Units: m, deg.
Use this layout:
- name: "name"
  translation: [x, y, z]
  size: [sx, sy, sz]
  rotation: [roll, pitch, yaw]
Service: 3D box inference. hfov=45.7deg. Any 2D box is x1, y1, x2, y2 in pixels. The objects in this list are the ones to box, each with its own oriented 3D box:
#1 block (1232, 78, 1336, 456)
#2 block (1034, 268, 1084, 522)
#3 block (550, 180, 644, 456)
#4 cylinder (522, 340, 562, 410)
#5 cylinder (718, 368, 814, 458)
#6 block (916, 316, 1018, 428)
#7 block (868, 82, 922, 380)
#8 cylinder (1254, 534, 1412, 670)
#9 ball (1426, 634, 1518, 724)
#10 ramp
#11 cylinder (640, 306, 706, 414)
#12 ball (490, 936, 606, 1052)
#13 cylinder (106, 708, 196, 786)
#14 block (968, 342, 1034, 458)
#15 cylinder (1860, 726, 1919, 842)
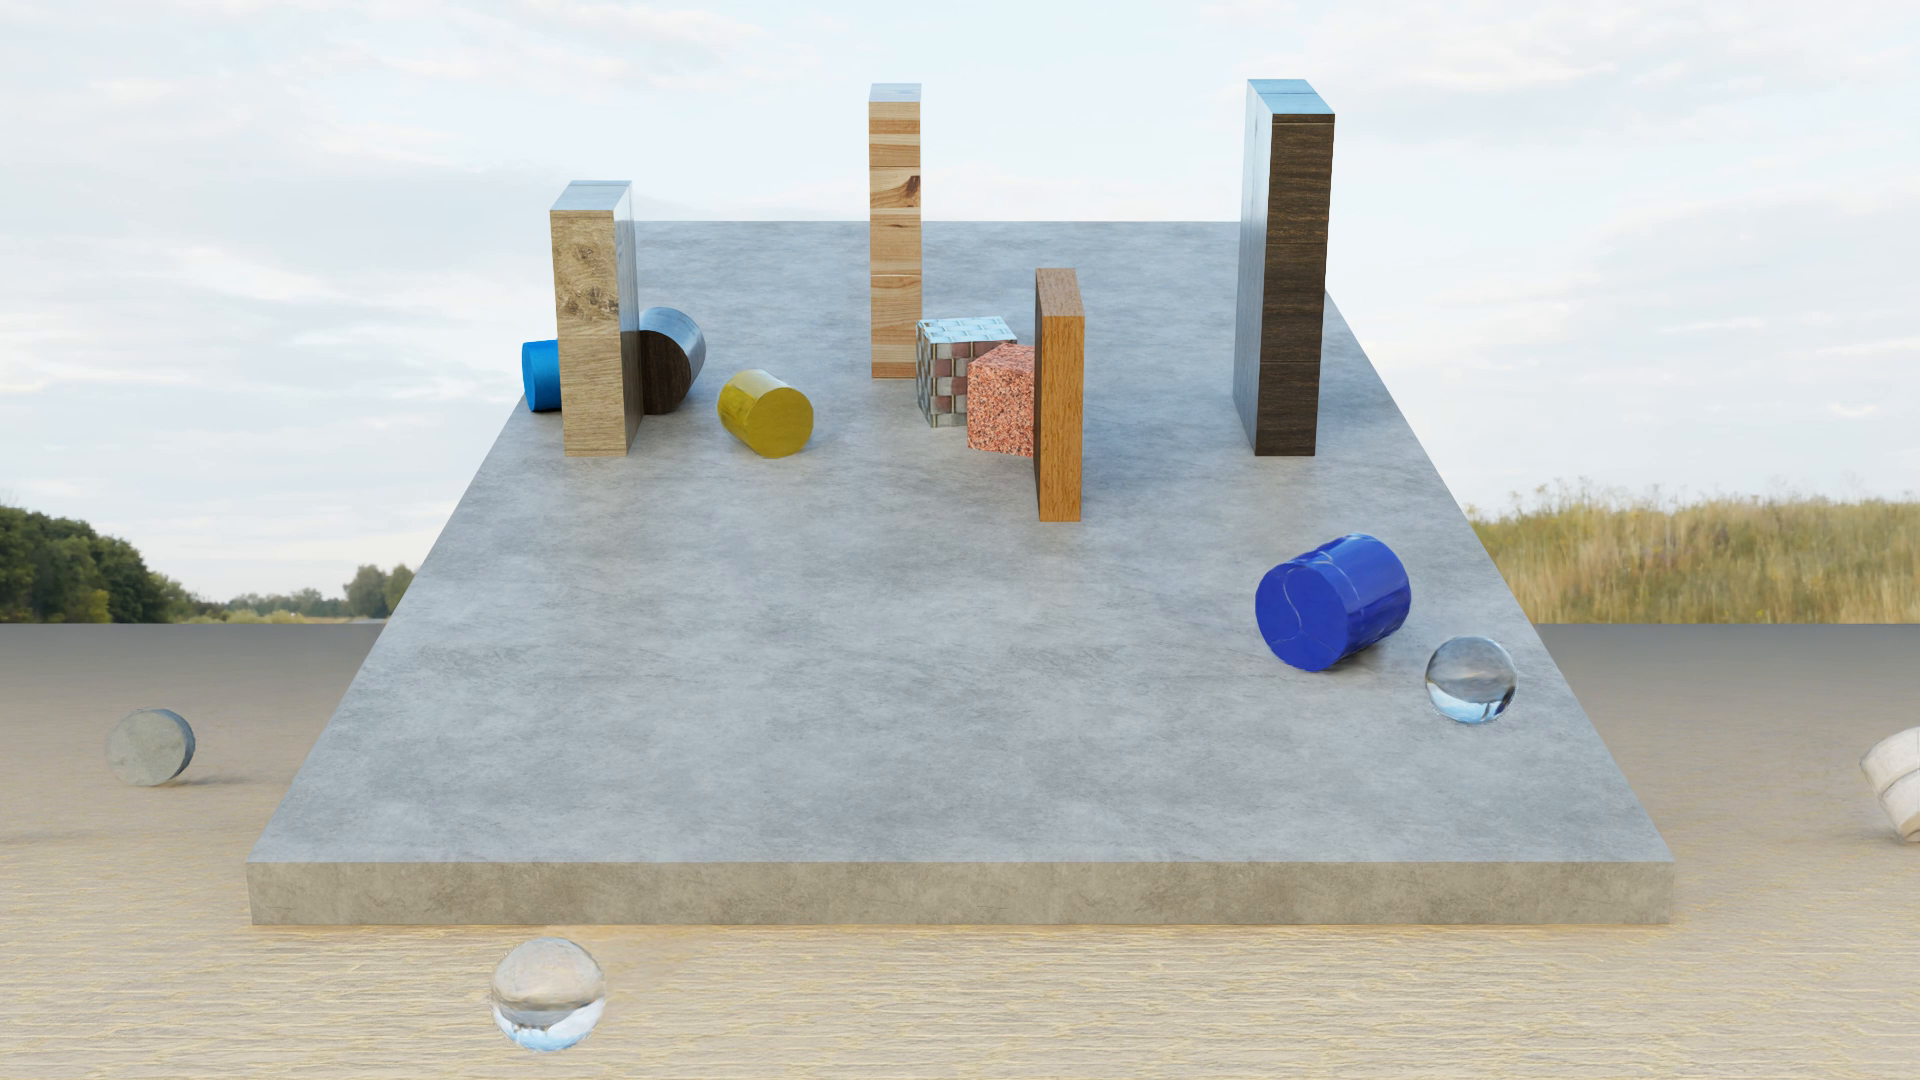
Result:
- name: "block"
  translation: [0.690, -0.592, 4.906]
  size: [0.127, 0.727, 0.420]
  rotation: [0, 21, 0]
- name: "block"
  translation: [0.196, -0.296, 4.564]
  size: [0.080, 0.415, 0.375]
  rotation: [0, 21, 0]
- name: "block"
  translation: [-0.772, -0.476, 4.871]
  size: [0.130, 0.530, 0.293]
  rotation: [0, 21, 0]
- name: "cylinder"
  translation: [-0.896, -0.375, 5.131]
  size: [0.155, 0.155, 0.155]
  rotation: [-7, 1, -19]
- name: "cylinder"
  translation: [-0.415, -0.270, 4.860]
  size: [0.156, 0.156, 0.156]
  rotation: [1, 18, -30]
- name: "block"
  translation: [0.013, -0.377, 5.088]
  size: [0.193, 0.193, 0.193]
  rotation: [-4, 21, -10]
- name: "block"
  translation: [-0.149, -0.727, 5.365]
  size: [0.118, 0.652, 0.249]
  rotation: [0, 21, 0]
- name: "cylinder"
  translation: [0.628, 0.103, 3.833]
  size: [0.187, 0.187, 0.187]
  rotation: [-2, 14, 46]
- name: "ball"
  translation: [0.805, 0.220, 3.591]
  size: [0.142, 0.142, 0.142]
  rotation: [0, -2, 0]
- name: "ramp"
  translation: [-0.006, -0.213, 5.069]
  size: [2.000, 0.100, 4.000]
  rotation: [0, 21, 0]
- name: "cylinder"
  translation: [-0.689, -0.407, 5.159]
  size: [0.197, 0.197, 0.197]
  rotation: [0, 21, 4]
- name: "ball"
  translation: [-0.412, 0.454, 2.277]
  size: [0.114, 0.114, 0.114]
  rotation: [0, -2, 0]
- name: "cylinder"
  translation: [-2.098, 0.538, 5.912]
  size: [0.192, 0.192, 0.192]
  rotation: [0, -2, -11]
- name: "block"
  translation: [0.140, -0.300, 4.896]
  size: [0.186, 0.186, 0.186]
  rotation: [10, 23, 24]
- name: "cylinder"
  translation: [1.822, 0.463, 4.325]
  size: [0.158, 0.158, 0.158]
  rotation: [-11, -37, -8]
